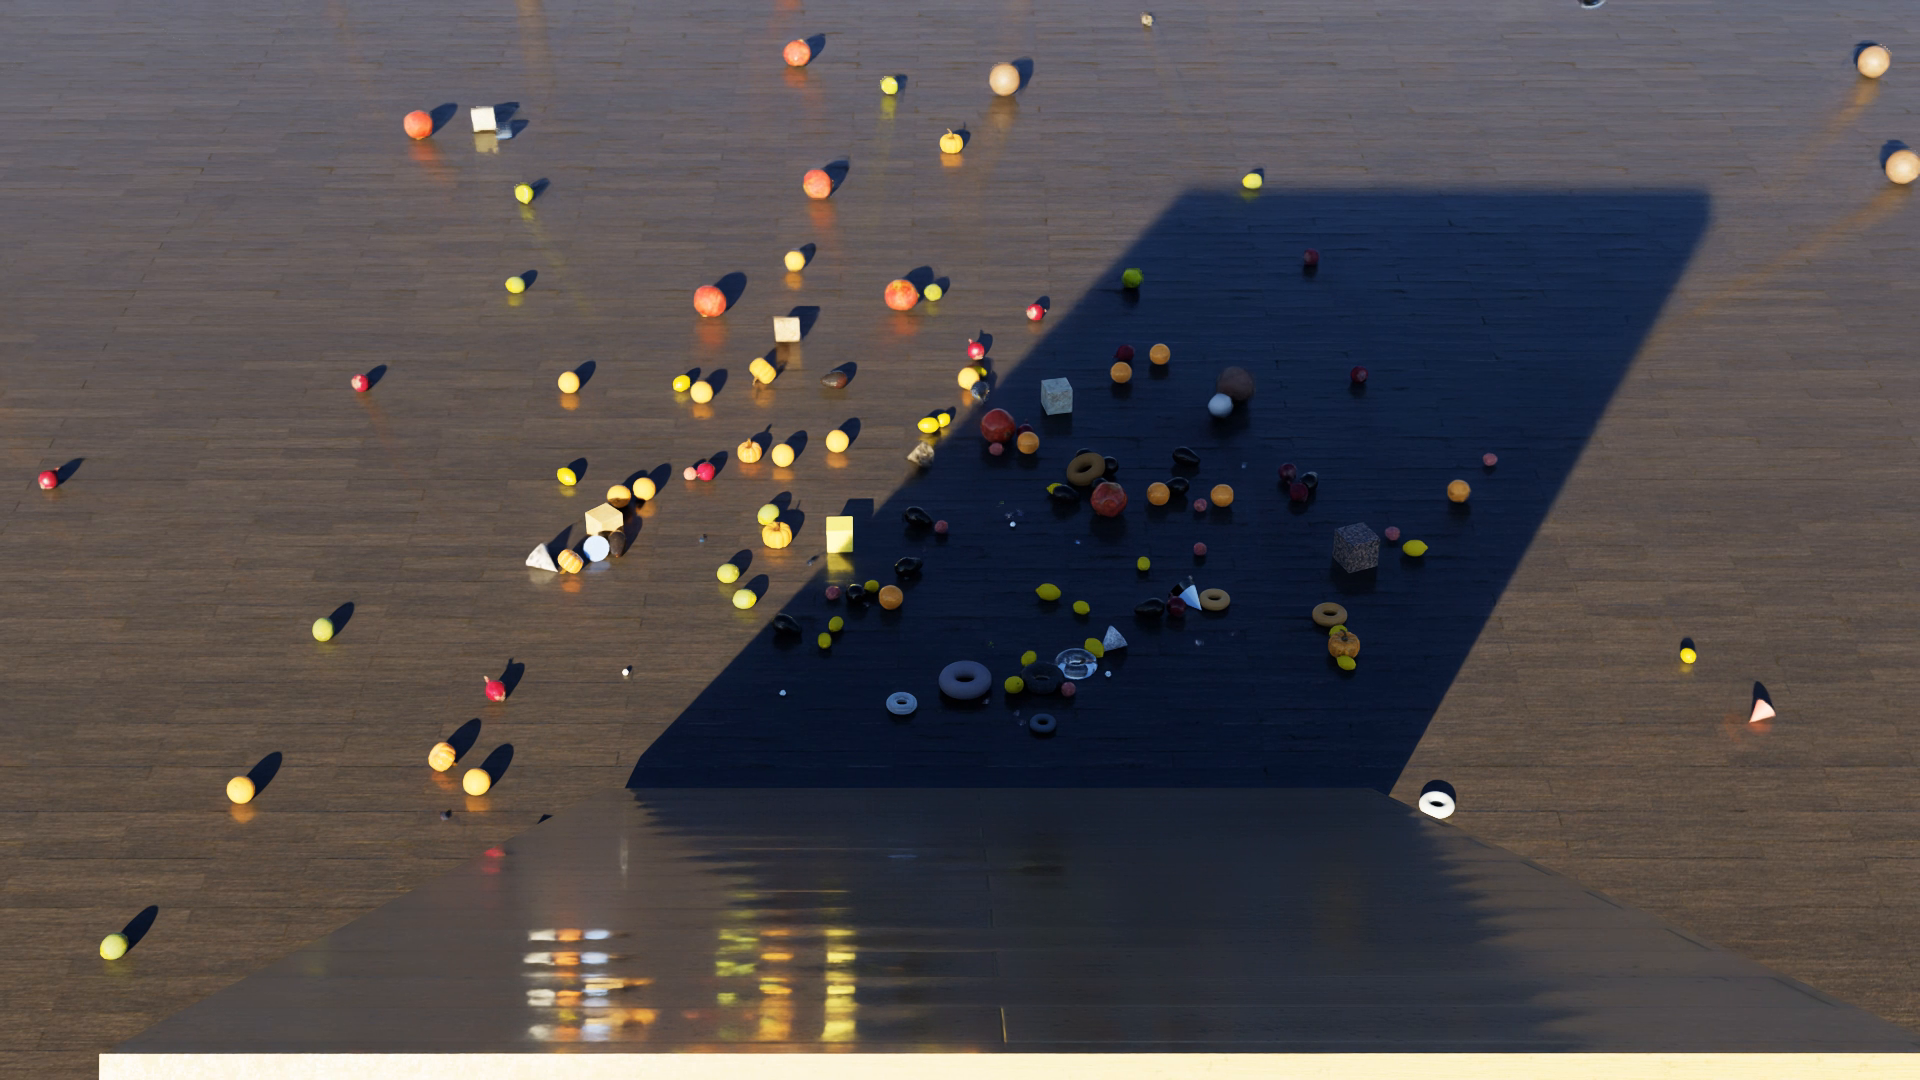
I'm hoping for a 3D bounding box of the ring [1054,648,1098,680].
[{"bbox_3d":[0.328,0.350,7.344,0.123,0.041,0.123,-1,33,0],"label":"ring"}]

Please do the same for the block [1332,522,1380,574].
[{"bbox_3d":[1.188,0.023,7.779,0.099,0.099,0.099,-14,36,-19],"label":"block"}]

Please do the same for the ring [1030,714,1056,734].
[{"bbox_3d":[0.228,0.504,7.128,0.075,0.025,0.075,0,35,0],"label":"ring"}]

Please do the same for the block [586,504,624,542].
[{"bbox_3d":[-1.082,-0.050,7.905,0.079,0.079,0.079,-28,43,-35],"label":"block"}]

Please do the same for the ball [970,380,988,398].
[{"bbox_3d":[0.065,-0.497,8.588,0.060,0.060,0.060,0,34,0],"label":"ball"}]

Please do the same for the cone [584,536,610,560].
[{"bbox_3d":[-1.105,0.022,7.838,0.077,0.077,0.077,-12,8,-17],"label":"cone"}]

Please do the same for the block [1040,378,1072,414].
[{"bbox_3d":[0.318,-0.473,8.531,0.084,0.084,0.084,-7,35,-11],"label":"block"}]

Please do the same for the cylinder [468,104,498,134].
[{"bbox_3d":[-1.894,-1.672,10.317,0.086,0.086,0.086,-30,40,-7],"label":"cylinder"}]

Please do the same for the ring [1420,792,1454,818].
[{"bbox_3d":[1.256,0.697,6.835,0.094,0.031,0.094,0,35,0],"label":"ring"}]

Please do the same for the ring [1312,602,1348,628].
[{"bbox_3d":[1.075,0.218,7.546,0.103,0.034,0.103,-1,34,1],"label":"ring"}]

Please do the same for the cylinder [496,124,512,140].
[{"bbox_3d":[-1.803,-1.614,10.254,0.060,0.060,0.060,-6,34,-9],"label":"cylinder"}]

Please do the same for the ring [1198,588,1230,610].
[{"bbox_3d":[0.746,0.175,7.613,0.094,0.031,0.094,-1,33,1],"label":"ring"}]

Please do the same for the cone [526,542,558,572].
[{"bbox_3d":[-1.236,0.068,7.766,0.086,0.086,0.086,40,45,8],"label":"cone"}]

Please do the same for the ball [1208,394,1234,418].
[{"bbox_3d":[0.852,-0.438,8.483,0.080,0.080,0.080,0,34,0],"label":"ball"}]

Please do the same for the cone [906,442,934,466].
[{"bbox_3d":[-0.141,-0.265,8.264,0.083,0.083,0.083,-13,21,39],"label":"cone"}]

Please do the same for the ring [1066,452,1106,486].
[{"bbox_3d":[0.396,-0.222,8.160,0.130,0.043,0.130,-18,41,16],"label":"ring"}]

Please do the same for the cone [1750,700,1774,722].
[{"bbox_3d":[2.200,0.482,7.158,0.062,0.062,0.062,-41,45,-9],"label":"cone"}]

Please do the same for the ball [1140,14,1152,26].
[{"bbox_3d":[0.807,-2.242,11.197,0.052,0.052,0.052,0,34,0],"label":"ball"}]

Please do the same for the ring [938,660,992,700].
[{"bbox_3d":[0.015,0.393,7.272,0.150,0.050,0.150,-1,34,1],"label":"ring"}]

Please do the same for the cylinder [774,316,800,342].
[{"bbox_3d":[-0.593,-0.723,8.906,0.082,0.082,0.082,-4,34,-5],"label":"cylinder"}]

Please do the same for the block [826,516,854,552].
[{"bbox_3d":[-0.363,-0.017,7.857,0.077,0.077,0.077,-1,34,-2],"label":"block"}]

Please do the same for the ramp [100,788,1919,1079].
[{"bbox_3d":[0.075,0.651,4.787,2.000,0.100,4.000,0,-1,0],"label":"ramp"}]

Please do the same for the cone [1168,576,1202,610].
[{"bbox_3d":[0.677,0.171,7.608,0.096,0.096,0.096,-29,70,-36],"label":"cone"}]

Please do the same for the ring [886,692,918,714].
[{"bbox_3d":[-0.162,0.453,7.200,0.086,0.029,0.086,1,33,-1],"label":"ring"}]

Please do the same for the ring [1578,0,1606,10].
[{"bbox_3d":[2.765,-2.378,11.318,0.145,0.145,0.048,-9,52,-14],"label":"ring"}]

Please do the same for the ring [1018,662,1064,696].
[{"bbox_3d":[0.230,0.390,7.282,0.131,0.044,0.131,0,35,0],"label":"ring"}]
